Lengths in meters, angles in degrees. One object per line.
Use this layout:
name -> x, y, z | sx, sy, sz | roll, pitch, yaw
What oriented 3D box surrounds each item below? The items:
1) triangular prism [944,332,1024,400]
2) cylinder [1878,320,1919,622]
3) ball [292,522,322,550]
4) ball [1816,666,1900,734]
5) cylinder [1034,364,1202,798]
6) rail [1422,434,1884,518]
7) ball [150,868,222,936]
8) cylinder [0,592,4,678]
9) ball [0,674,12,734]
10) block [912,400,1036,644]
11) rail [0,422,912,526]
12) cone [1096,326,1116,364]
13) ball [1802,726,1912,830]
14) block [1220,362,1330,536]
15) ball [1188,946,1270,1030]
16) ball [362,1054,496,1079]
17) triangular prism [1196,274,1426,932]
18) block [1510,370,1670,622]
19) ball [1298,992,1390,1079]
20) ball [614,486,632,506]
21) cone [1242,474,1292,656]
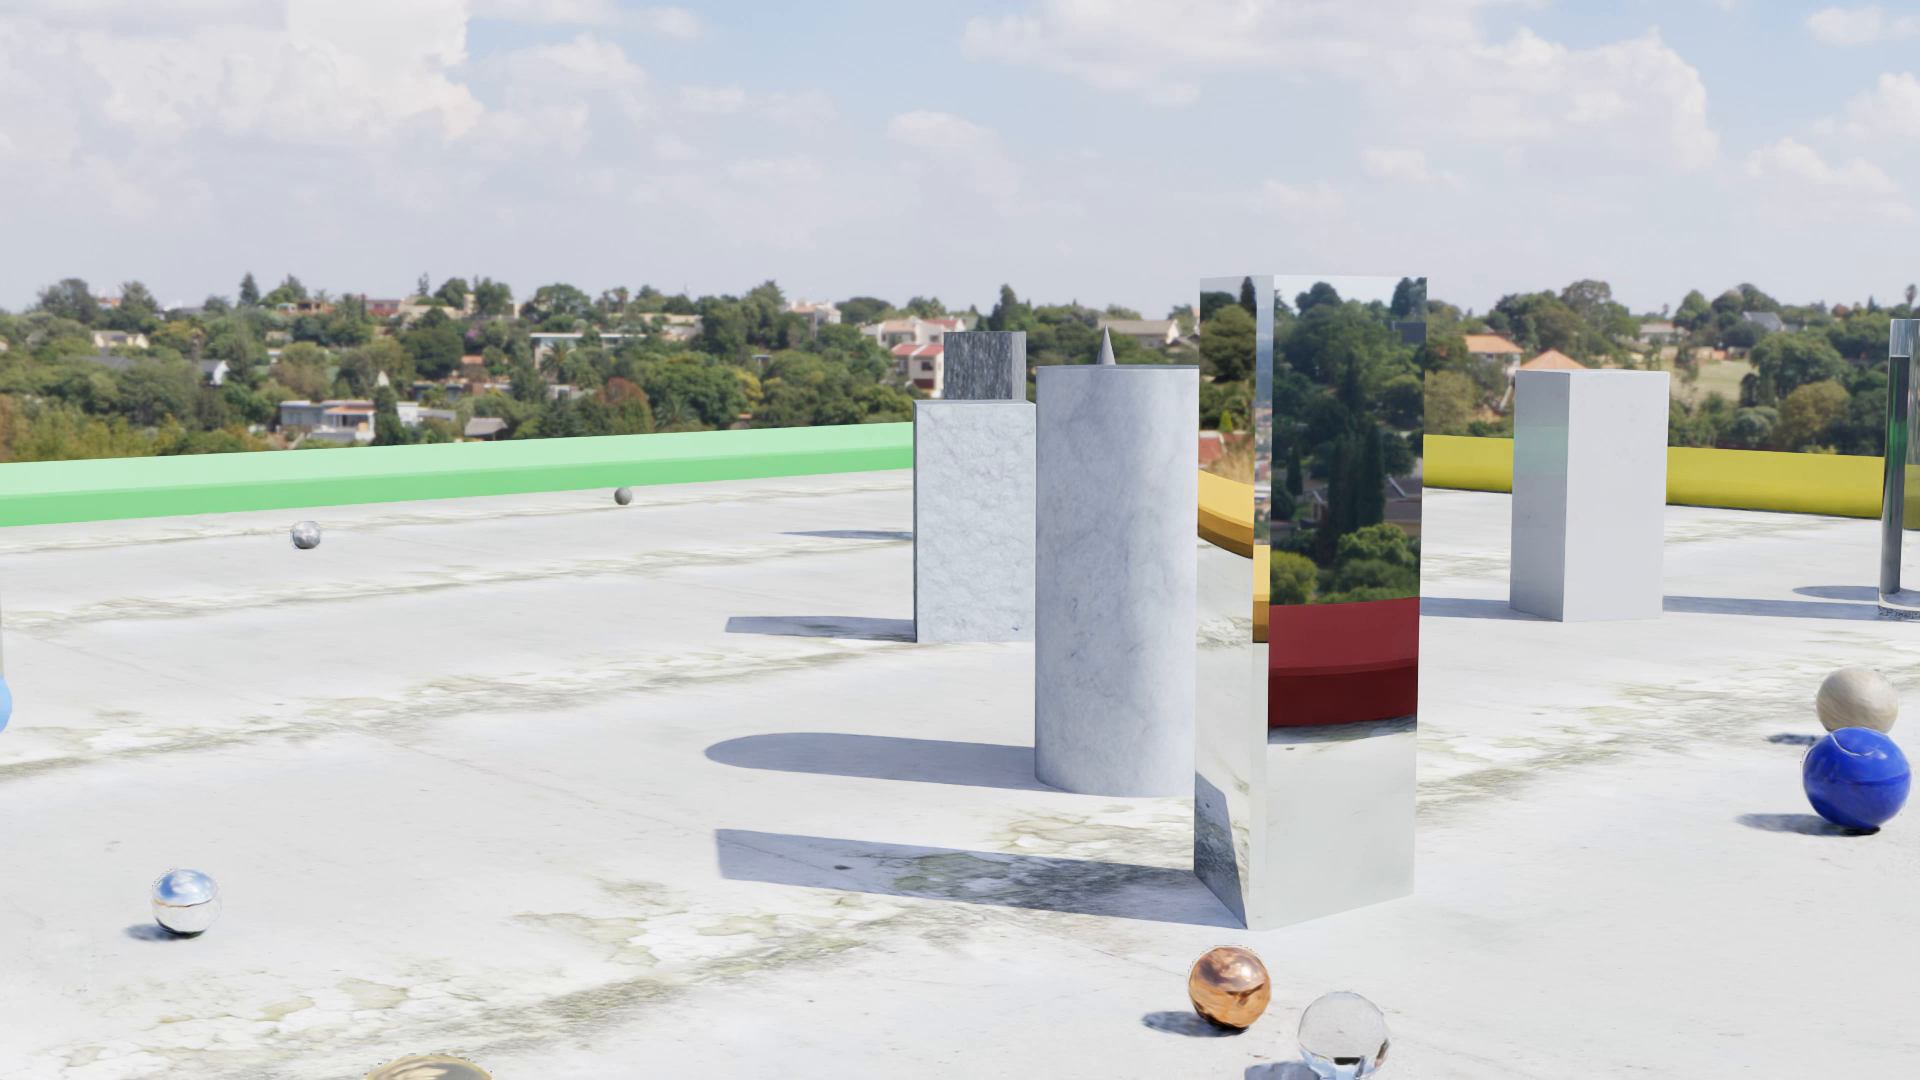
triangular prism -> 0.081, -0.203, 4.282 | 0.171, 0.404, 0.148 | 5, 8, 37
cylinder -> 1.451, -0.104, 3.198 | 0.198, 0.431, 0.198 | 0, 6, 0
ball -> -1.217, -0.006, 4.096 | 0.051, 0.051, 0.051 | 0, 6, 0
ball -> 0.924, 0.170, 2.265 | 0.080, 0.080, 0.080 | 0, 6, 0
cylinder -> 0.170, 0.032, 2.092 | 0.198, 0.392, 0.198 | 0, 6, 0
rail -> 1.763, -0.135, 4.950 | 0.045, 0.129, 4.465 | -5, 8, -42
ball -> -0.553, 0.259, 1.572 | 0.047, 0.047, 0.047 | 0, 6, 0
cylinder -> -1.233, 0.012, 2.575 | 0.198, 0.330, 0.198 | 0, 6, 0
ball -> -1.008, 0.167, 2.220 | 0.095, 0.095, 0.095 | 0, 6, 0
block -> 0.017, -0.029, 3.021 | 0.158, 0.320, 0.158 | 0, 6, -3
rail -> -1.498, -0.135, 4.946 | 4.844, 0.129, 0.045 | -5, 8, -42
cone -> 0.317, -0.264, 4.791 | 0.198, 0.419, 0.198 | 0, 6, 0
ball -> 0.772, 0.205, 1.893 | 0.089, 0.089, 0.089 | 0, 6, 0
block -> 0.637, -0.189, 4.465 | 0.158, 0.338, 0.158 | -4, 7, -35
ball -> 0.168, 0.278, 1.367 | 0.051, 0.051, 0.051 | 0, 6, 0
ball -> -0.252, 0.291, 1.036 | 0.095, 0.095, 0.095 | 0, 6, 0
triangular prism -> 0.234, 0.037, 1.669 | 0.171, 0.469, 0.148 | -5, 8, -38
block -> 0.921, -0.069, 3.226 | 0.158, 0.357, 0.158 | -2, 6, -14
ball -> 0.222, 0.288, 1.270 | 0.053, 0.053, 0.053 | 0, 6, 0
ball -> -0.771, -0.100, 5.033 | 0.043, 0.043, 0.043 | 0, 6, 0
cone -> 0.346, -0.036, 2.928 | 0.198, 0.353, 0.198 | 0, 6, 0
